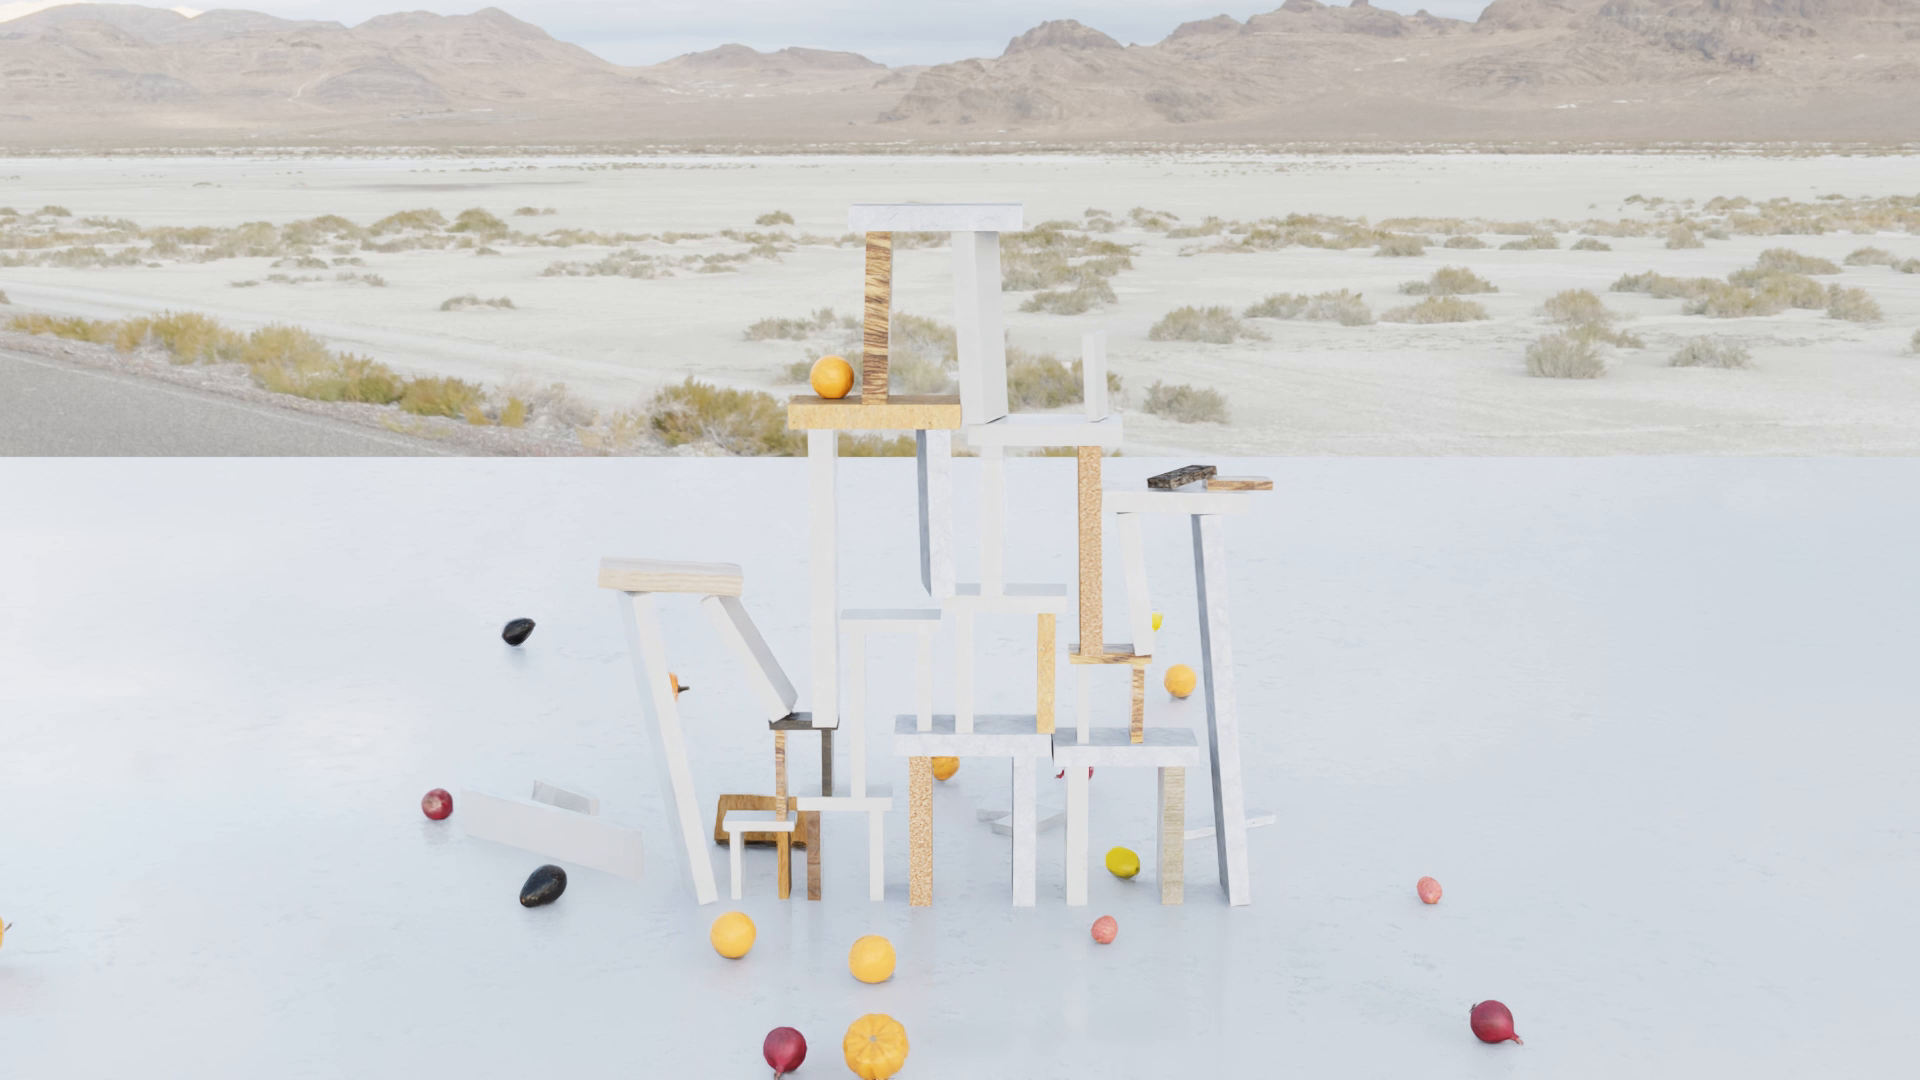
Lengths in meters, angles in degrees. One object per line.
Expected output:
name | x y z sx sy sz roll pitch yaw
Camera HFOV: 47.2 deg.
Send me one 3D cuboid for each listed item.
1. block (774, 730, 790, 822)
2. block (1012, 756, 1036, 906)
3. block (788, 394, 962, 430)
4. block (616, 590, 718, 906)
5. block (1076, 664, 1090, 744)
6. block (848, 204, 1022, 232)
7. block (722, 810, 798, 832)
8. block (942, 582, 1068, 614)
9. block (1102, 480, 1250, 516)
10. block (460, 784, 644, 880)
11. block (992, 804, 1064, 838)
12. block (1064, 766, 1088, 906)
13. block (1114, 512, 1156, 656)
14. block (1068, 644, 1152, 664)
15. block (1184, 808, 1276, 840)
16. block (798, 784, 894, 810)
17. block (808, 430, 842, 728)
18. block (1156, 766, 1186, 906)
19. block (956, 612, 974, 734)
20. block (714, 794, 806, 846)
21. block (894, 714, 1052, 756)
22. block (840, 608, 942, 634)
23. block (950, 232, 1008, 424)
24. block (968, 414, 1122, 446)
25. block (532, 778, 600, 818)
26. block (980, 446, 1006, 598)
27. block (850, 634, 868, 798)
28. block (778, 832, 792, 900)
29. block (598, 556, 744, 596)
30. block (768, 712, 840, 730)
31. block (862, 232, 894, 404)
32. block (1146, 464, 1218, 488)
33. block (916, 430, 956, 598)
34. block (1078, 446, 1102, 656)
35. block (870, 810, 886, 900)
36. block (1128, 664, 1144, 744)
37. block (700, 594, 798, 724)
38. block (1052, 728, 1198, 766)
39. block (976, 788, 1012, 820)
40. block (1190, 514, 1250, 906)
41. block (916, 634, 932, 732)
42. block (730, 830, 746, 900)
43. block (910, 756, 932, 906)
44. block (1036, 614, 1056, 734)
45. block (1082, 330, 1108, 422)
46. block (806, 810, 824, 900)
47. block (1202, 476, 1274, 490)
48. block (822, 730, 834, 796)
block | -0.294 0.382 3.631 0.016 0.156 0.056 0 10 1
block | 0.105 0.464 3.649 0.036 0.255 0.127 0 11 0
block | -0.134 -0.205 3.521 0.271 0.038 0.135 0 10 1
block | -0.480 0.333 3.603 0.032 0.534 0.114 -15 15 -19
block | 0.200 0.261 3.606 0.019 0.132 0.066 0 11 0
block | -0.037 -0.509 3.462 0.269 0.038 0.135 0 11 1
block | -0.331 0.466 3.649 0.117 0.017 0.058 0 10 1
block | 0.073 0.094 3.574 0.200 0.028 0.100 0 11 2
block | 0.343 -0.069 3.541 0.233 0.033 0.117 1 10 1
block | -0.721 0.511 3.863 0.432 0.085 0.024 8 13 36
block | 0.127 0.515 4.021 0.069 0.020 0.139 8 13 35
block | 0.192 0.474 3.650 0.033 0.236 0.118 0 11 0
block | 0.283 0.060 3.573 0.033 0.233 0.117 -8 10 2
block | 0.244 0.186 3.594 0.132 0.019 0.066 0 11 0
block | 0.474 0.518 4.015 0.217 0.015 0.053 -6 12 -29
block | -0.189 0.426 3.644 0.155 0.022 0.077 0 11 0
block | -0.219 0.052 3.569 0.038 0.485 0.135 0 10 0
block | 0.349 0.474 3.650 0.033 0.236 0.118 0 11 0
block | 0.007 0.206 3.597 0.028 0.200 0.100 0 11 1
block | -0.349 0.501 3.928 0.170 0.085 0.024 1 -30 6
block | 0.020 0.321 3.622 0.255 0.036 0.127 0 11 0
block | -0.112 0.132 3.586 0.163 0.023 0.081 0 11 1
block | 0.032 -0.342 3.493 0.038 0.300 0.135 0 10 17
block | 0.137 -0.177 3.524 0.244 0.035 0.122 0 11 3
block | -0.712 0.490 3.972 0.170 0.085 0.024 10 10 43
block | 0.055 -0.040 3.552 0.035 0.244 0.122 1 11 4
block | -0.166 0.279 3.615 0.023 0.277 0.081 0 11 0
block | -0.292 0.532 3.661 0.017 0.117 0.058 0 11 1
block | -0.469 0.058 3.559 0.229 0.032 0.114 3 9 -9
block | -0.255 0.298 3.616 0.112 0.016 0.056 0 10 1
block | -0.130 -0.358 3.496 0.038 0.269 0.135 2 10 0
block | 0.357 -0.102 3.538 0.106 0.015 0.053 -17 14 -38
block | -0.040 -0.053 3.548 0.038 0.271 0.135 -3 11 -8
block | 0.211 0.008 3.563 0.035 0.343 0.122 -1 11 2
block | -0.138 0.513 3.660 0.022 0.155 0.077 0 11 0
block | 0.289 0.260 3.607 0.019 0.132 0.066 1 11 0
block | -0.345 0.182 3.610 0.032 0.229 0.114 -30 7 8
block | 0.270 0.341 3.628 0.236 0.033 0.118 0 11 0
block | 0.082 0.496 4.122 0.069 0.020 0.139 3 11 15
block | 0.427 0.269 3.607 0.033 0.653 0.117 -6 11 -1
block | -0.058 0.224 3.604 0.023 0.163 0.081 0 11 0
block | -0.370 0.532 3.660 0.017 0.117 0.059 0 11 1
block | -0.064 0.464 3.649 0.036 0.255 0.127 0 11 0
block | 0.141 0.206 3.596 0.028 0.200 0.100 0 11 2
block | 0.216 -0.262 3.503 0.020 0.139 0.069 0 10 19
block | -0.241 0.513 3.660 0.022 0.155 0.077 0 11 0
block | 0.447 -0.092 3.543 0.106 0.015 0.053 0 11 -4
block | -0.218 0.361 3.627 0.016 0.112 0.056 0 10 1
